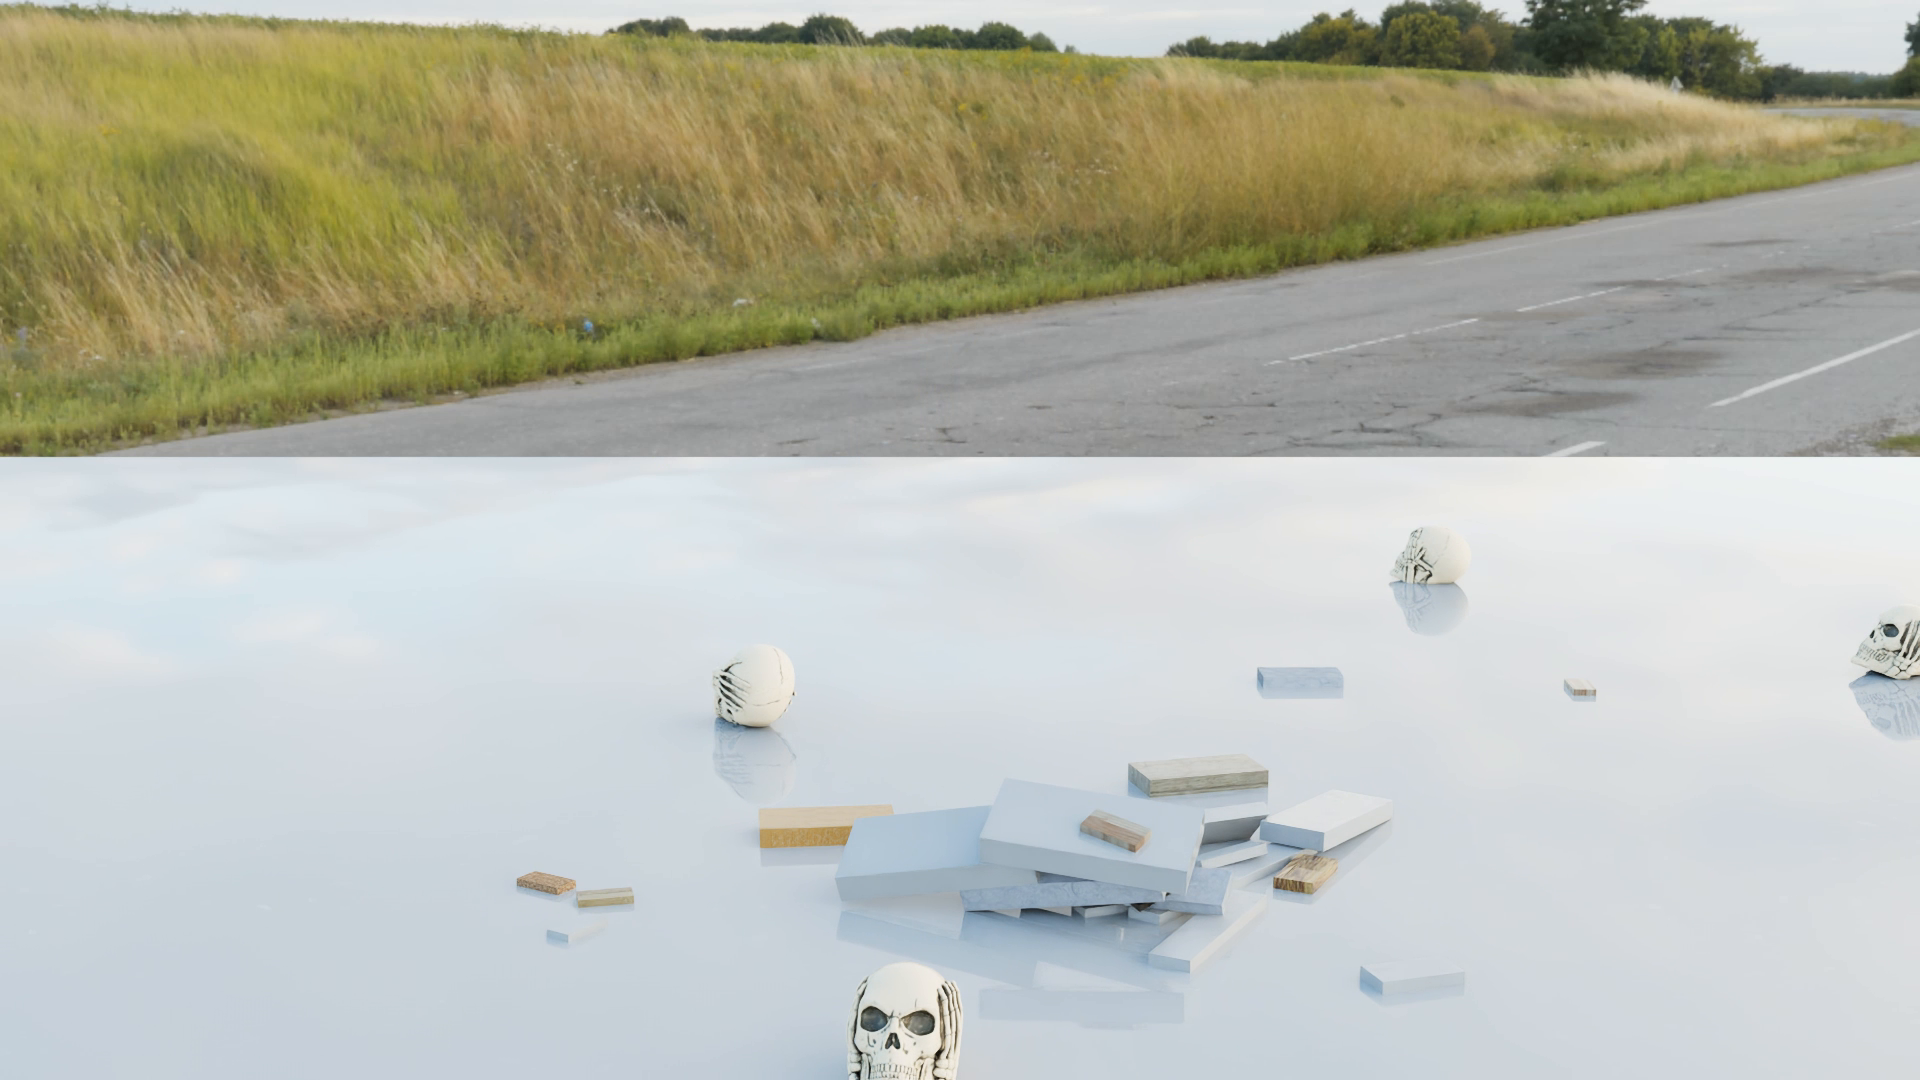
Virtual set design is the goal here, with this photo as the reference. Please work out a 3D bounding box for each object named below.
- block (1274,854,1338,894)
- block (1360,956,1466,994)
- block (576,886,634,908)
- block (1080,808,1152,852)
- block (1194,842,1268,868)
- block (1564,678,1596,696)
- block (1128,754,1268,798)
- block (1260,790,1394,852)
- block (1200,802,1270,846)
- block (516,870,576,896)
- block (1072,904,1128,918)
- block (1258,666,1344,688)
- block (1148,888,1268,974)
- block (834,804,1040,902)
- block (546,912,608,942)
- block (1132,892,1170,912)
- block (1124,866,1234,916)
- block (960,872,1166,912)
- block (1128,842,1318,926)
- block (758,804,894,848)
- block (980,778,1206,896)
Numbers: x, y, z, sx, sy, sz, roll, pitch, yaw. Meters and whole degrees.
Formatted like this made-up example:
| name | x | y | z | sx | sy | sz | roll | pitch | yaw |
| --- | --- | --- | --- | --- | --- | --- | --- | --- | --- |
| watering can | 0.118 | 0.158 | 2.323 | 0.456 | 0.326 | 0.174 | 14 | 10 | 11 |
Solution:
| name | x | y | z | sx | sy | sz | roll | pitch | yaw |
| --- | --- | --- | --- | --- | --- | --- | --- | --- | --- |
| block | 0.588 | 0.567 | 3.739 | 0.069 | 0.020 | 0.138 | 5 | 12 | 26 |
| block | 0.677 | 0.650 | 3.291 | 0.138 | 0.020 | 0.069 | -3 | 11 | -18 |
| block | -0.586 | 0.590 | 3.632 | 0.091 | 0.013 | 0.045 | -3 | 11 | -13 |
| block | 0.247 | 0.460 | 3.481 | 0.101 | 0.014 | 0.050 | 18 | 34 | 29 |
| block | 0.459 | 0.544 | 3.785 | 0.125 | 0.018 | 0.063 | -12 | 0 | -19 |
| block | 1.411 | 0.335 | 5.005 | 0.050 | 0.014 | 0.101 | 1 | 11 | 3 |
| block | 0.464 | 0.458 | 4.285 | 0.244 | 0.035 | 0.122 | -3 | 11 | -16 |
| block | 0.665 | 0.505 | 3.974 | 0.122 | 0.035 | 0.312 | 7 | 9 | 33 |
| block | 0.446 | 0.506 | 3.892 | 0.185 | 0.026 | 0.092 | -4 | -33 | -22 |
| block | -0.696 | 0.577 | 3.702 | 0.091 | 0.013 | 0.045 | 6 | 12 | 31 |
| block | 0.242 | 0.596 | 3.598 | 0.106 | 0.015 | 0.053 | -4 | 11 | -21 |
| block | 0.784 | 0.317 | 5.069 | 0.185 | 0.026 | 0.092 | 0 | 11 | -1 |
| block | 0.395 | 0.615 | 3.480 | 0.069 | 0.020 | 0.332 | 6 | 12 | 28 |
| block | -0.026 | 0.512 | 3.629 | 0.333 | 0.047 | 0.167 | -8 | 27 | 15 |
| block | -0.608 | 0.616 | 3.496 | 0.045 | 0.013 | 0.091 | 7 | 12 | 32 |
| block | 0.314 | 0.558 | 3.544 | 0.101 | 0.014 | 0.050 | -27 | 36 | -23 |
| block | 0.354 | 0.563 | 3.559 | 0.163 | 0.023 | 0.081 | 3 | 35 | 20 |
| block | 0.179 | 0.529 | 3.595 | 0.333 | 0.047 | 0.167 | -6 | 27 | 18 |
| block | 0.451 | 0.572 | 3.717 | 0.063 | 0.018 | 0.477 | 9 | 14 | 40 |
| block | -0.240 | 0.516 | 3.972 | 0.244 | 0.035 | 0.122 | -1 | 11 | -6 |
| block | 0.213 | 0.472 | 3.522 | 0.333 | 0.047 | 0.166 | 7 | 30 | 13 |
